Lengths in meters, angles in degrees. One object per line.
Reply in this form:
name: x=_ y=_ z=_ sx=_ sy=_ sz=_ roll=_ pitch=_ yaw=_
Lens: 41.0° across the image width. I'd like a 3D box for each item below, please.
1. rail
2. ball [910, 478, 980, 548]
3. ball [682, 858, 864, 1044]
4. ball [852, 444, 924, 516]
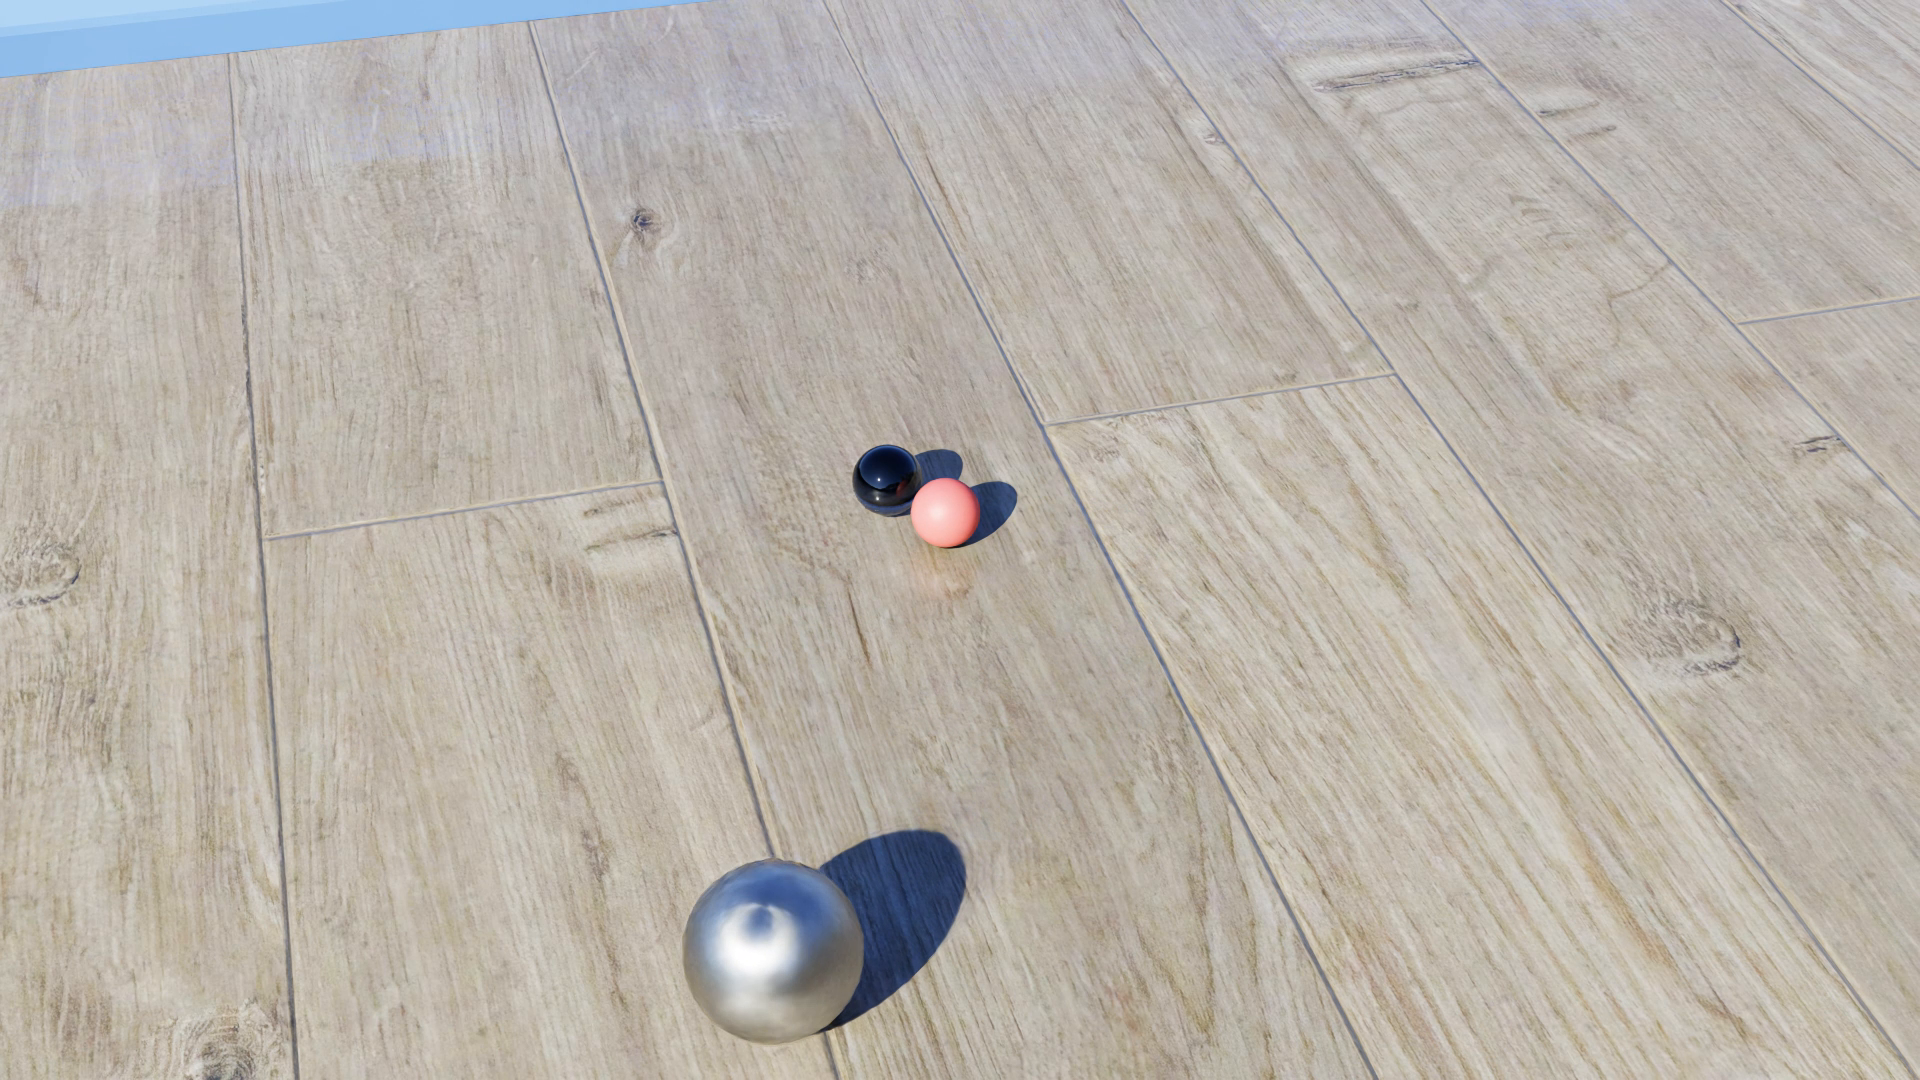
rail: x=0.547 y=-0.617 z=2.321 sx=3.125 sy=0.115 sz=0.045 roll=-9 pitch=37 yaw=-12
ball: x=-0.009 y=-0.017 z=1.567 sx=0.043 sy=0.043 sz=0.043 roll=0 pitch=36 yaw=0
ball: x=-0.090 y=0.198 z=1.237 sx=0.088 sy=0.088 sz=0.088 roll=0 pitch=36 yaw=0
ball: x=-0.045 y=-0.037 z=1.593 sx=0.045 sy=0.045 sz=0.045 roll=0 pitch=36 yaw=0
